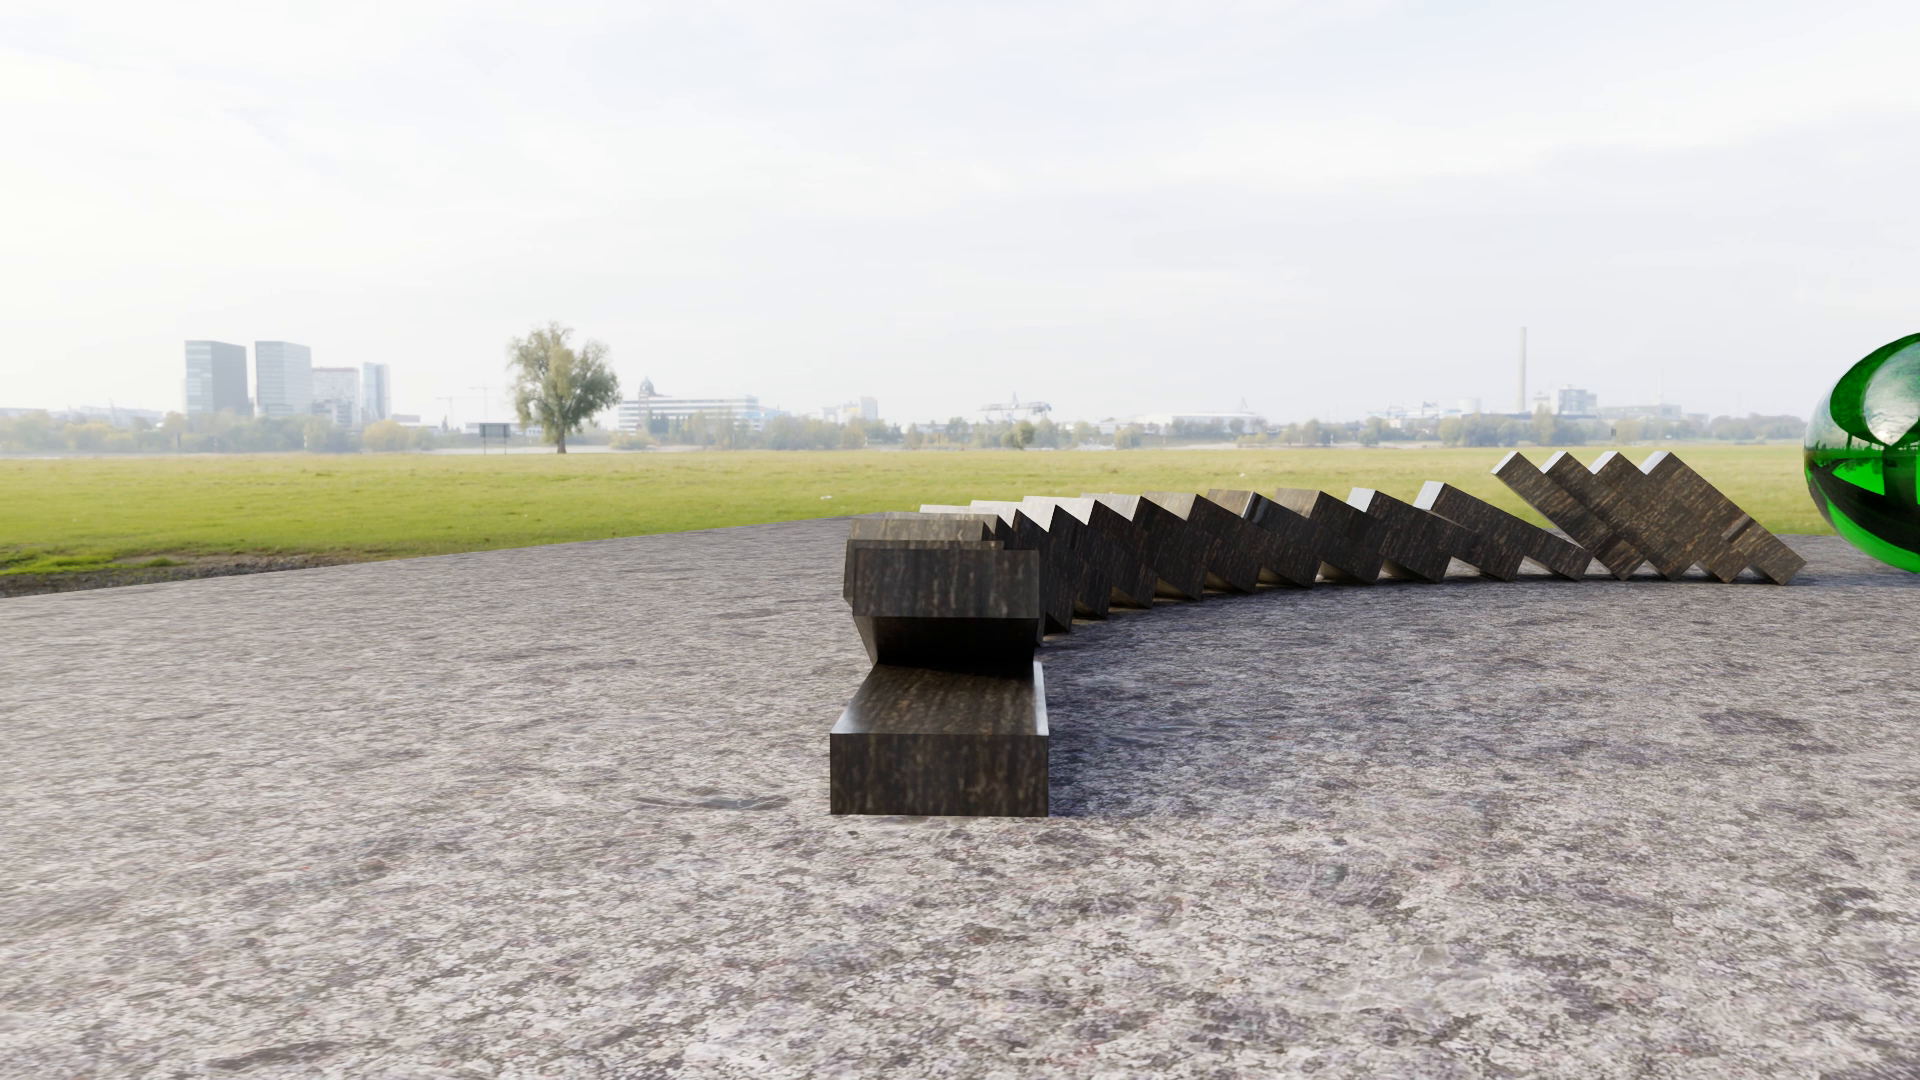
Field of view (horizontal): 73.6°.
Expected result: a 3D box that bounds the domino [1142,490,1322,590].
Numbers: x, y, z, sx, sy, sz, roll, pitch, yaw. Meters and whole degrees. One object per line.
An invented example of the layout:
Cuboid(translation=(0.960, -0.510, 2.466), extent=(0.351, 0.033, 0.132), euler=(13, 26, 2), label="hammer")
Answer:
Cuboid(translation=(0.078, 0.000, 0.375), extent=(0.050, 0.009, 0.025), euler=(24, -7, -26), label="domino")

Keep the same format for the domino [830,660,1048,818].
Cuboid(translation=(-0.001, 0.025, 0.171), extent=(0.025, 0.009, 0.050), euler=(0, 4, 3), label="domino")

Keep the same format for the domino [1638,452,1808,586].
Cuboid(translation=(0.236, -0.008, 0.400), extent=(0.050, 0.010, 0.025), euler=(44, 16, 11), label="domino")

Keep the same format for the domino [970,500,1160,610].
Cuboid(translation=(0.026, 0.004, 0.321), extent=(0.025, 0.010, 0.050), euler=(4, -18, 40), label="domino")

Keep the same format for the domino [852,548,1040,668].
Cuboid(translation=(-0.001, 0.014, 0.197), extent=(0.025, 0.009, 0.050), euler=(1, -18, 2), label="domino")

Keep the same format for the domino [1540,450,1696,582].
Cuboid(translation=(0.209, -0.008, 0.410), extent=(0.050, 0.009, 0.025), euler=(44, 16, 11), label="domino")

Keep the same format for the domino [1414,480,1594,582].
Cuboid(translation=(0.172, -0.003, 0.409), extent=(0.050, 0.009, 0.025), euler=(27, 7, 5), label="domino")

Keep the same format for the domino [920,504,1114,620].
Cuboid(translation=(0.013, 0.006, 0.299), extent=(0.025, 0.009, 0.050), euler=(3, -19, 34), label="domino")

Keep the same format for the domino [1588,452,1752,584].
Cuboid(translation=(0.222, -0.008, 0.405), extent=(0.050, 0.009, 0.025), euler=(44, 16, 11), label="domino")

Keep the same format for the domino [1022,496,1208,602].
Cuboid(translation=(0.041, 0.003, 0.342), extent=(0.050, 0.009, 0.025), euler=(28, -15, -39), label="domino")

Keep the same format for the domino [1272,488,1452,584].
Cuboid(translation=(0.123, -0.002, 0.396), extent=(0.050, 0.009, 0.025), euler=(24, -2, -16), label="domino")

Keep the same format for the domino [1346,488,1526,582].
Cuboid(translation=(0.149, -0.002, 0.406), extent=(0.050, 0.010, 0.025), euler=(23, 5, 0), label="domino")

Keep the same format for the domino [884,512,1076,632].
Cuboid(translation=(0.005, 0.008, 0.275), extent=(0.025, 0.010, 0.050), euler=(2, -19, 25), label="domino")

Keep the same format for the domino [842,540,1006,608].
Cuboid(translation=(-0.003, 0.012, 0.225), extent=(0.025, 0.010, 0.050), euler=(1, -17, 8), label="domino")

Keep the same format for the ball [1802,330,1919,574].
Cuboid(translation=(0.316, -0.028, 0.408), extent=(0.080, 0.080, 0.080), euler=(0, 4, 0), label="ball")

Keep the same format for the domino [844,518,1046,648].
Cuboid(translation=(-0.001, 0.009, 0.251), extent=(0.025, 0.010, 0.050), euler=(1, -19, 18), label="domino")

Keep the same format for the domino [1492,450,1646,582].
Cuboid(translation=(0.194, -0.008, 0.412), extent=(0.050, 0.010, 0.025), euler=(44, 16, 11), label="domino")

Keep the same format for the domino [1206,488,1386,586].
Cuboid(translation=(0.100, -0.001, 0.388), extent=(0.050, 0.009, 0.025), euler=(24, -4, -19), label="domino")

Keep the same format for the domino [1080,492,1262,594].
Cuboid(translation=(0.058, 0.001, 0.360), extent=(0.050, 0.009, 0.025), euler=(26, -10, -32), label="domino")
